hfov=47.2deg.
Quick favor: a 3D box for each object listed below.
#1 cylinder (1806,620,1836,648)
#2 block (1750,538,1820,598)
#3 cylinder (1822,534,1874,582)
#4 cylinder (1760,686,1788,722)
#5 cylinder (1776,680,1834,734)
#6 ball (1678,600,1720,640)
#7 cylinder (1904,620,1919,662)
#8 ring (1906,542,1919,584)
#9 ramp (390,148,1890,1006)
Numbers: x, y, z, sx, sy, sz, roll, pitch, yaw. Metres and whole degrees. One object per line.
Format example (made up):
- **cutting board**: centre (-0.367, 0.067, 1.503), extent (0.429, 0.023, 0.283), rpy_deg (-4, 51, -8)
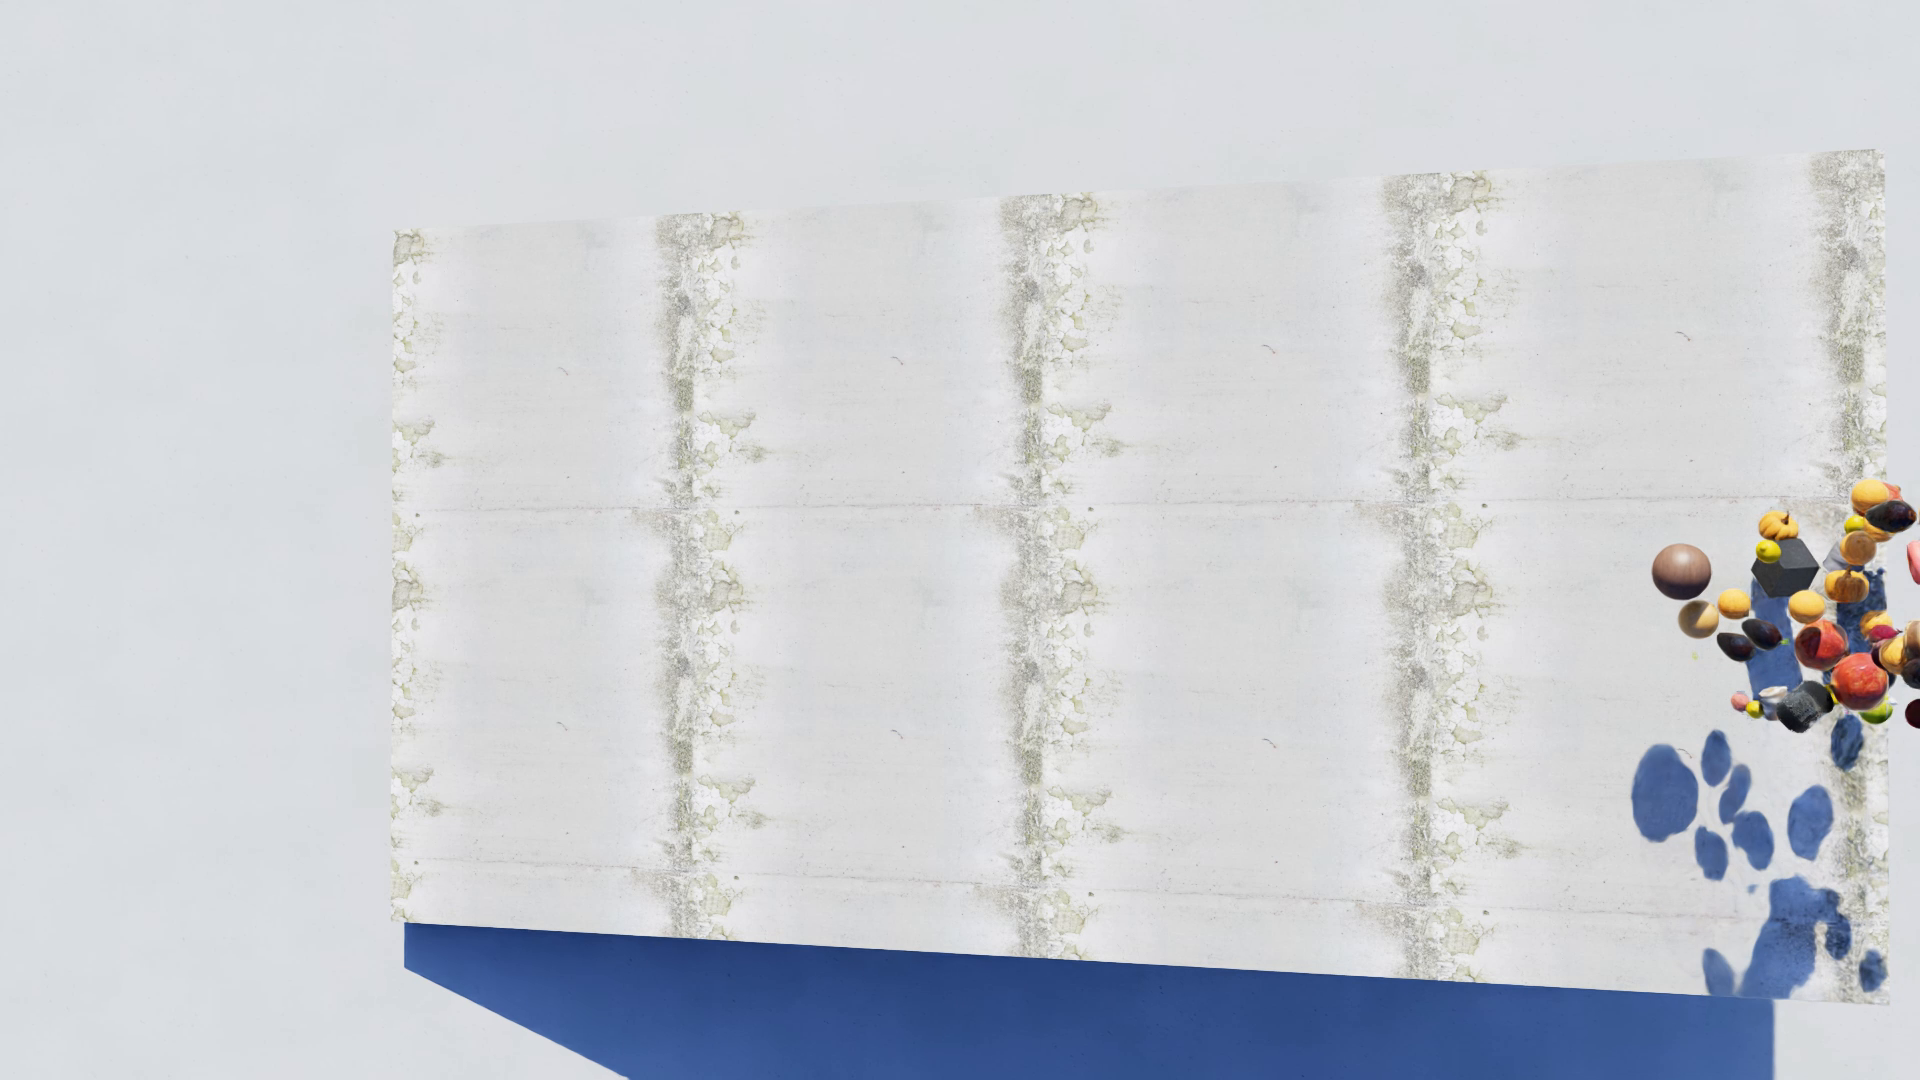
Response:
- **cylinder**: centre (1.881, 0.206, 4.804), extent (0.053, 0.053, 0.053), rpy_deg (-13, 89, 14)
- **block**: centre (1.902, 0.065, 5.068), extent (0.093, 0.093, 0.093), rpy_deg (-3, 134, -13)
- **cylinder**: centre (1.940, 0.039, 4.802), extent (0.078, 0.078, 0.078), rpy_deg (24, 112, 0)
- **cylinder**: centre (1.858, 0.372, 5.004), extent (0.062, 0.062, 0.062), rpy_deg (-18, 98, 0)
- **cylinder**: centre (1.702, 0.336, 4.430), extent (0.078, 0.078, 0.078), rpy_deg (13, 51, -16)
- **ball**: centre (1.680, 0.180, 5.001), extent (0.091, 0.091, 0.091), rpy_deg (0, 89, 0)
- **cylinder**: centre (1.786, 0.185, 4.030), extent (0.079, 0.079, 0.079), rpy_deg (0, 90, -41)
- **ring**: centre (1.797, 0.043, 4.126), extent (0.028, 0.083, 0.083), rpy_deg (-10, 89, 18)
- **ramp**: centre (0.276, 0.093, 5.794), extent (4.000, 0.100, 2.000), rpy_deg (0, 89, 18)
